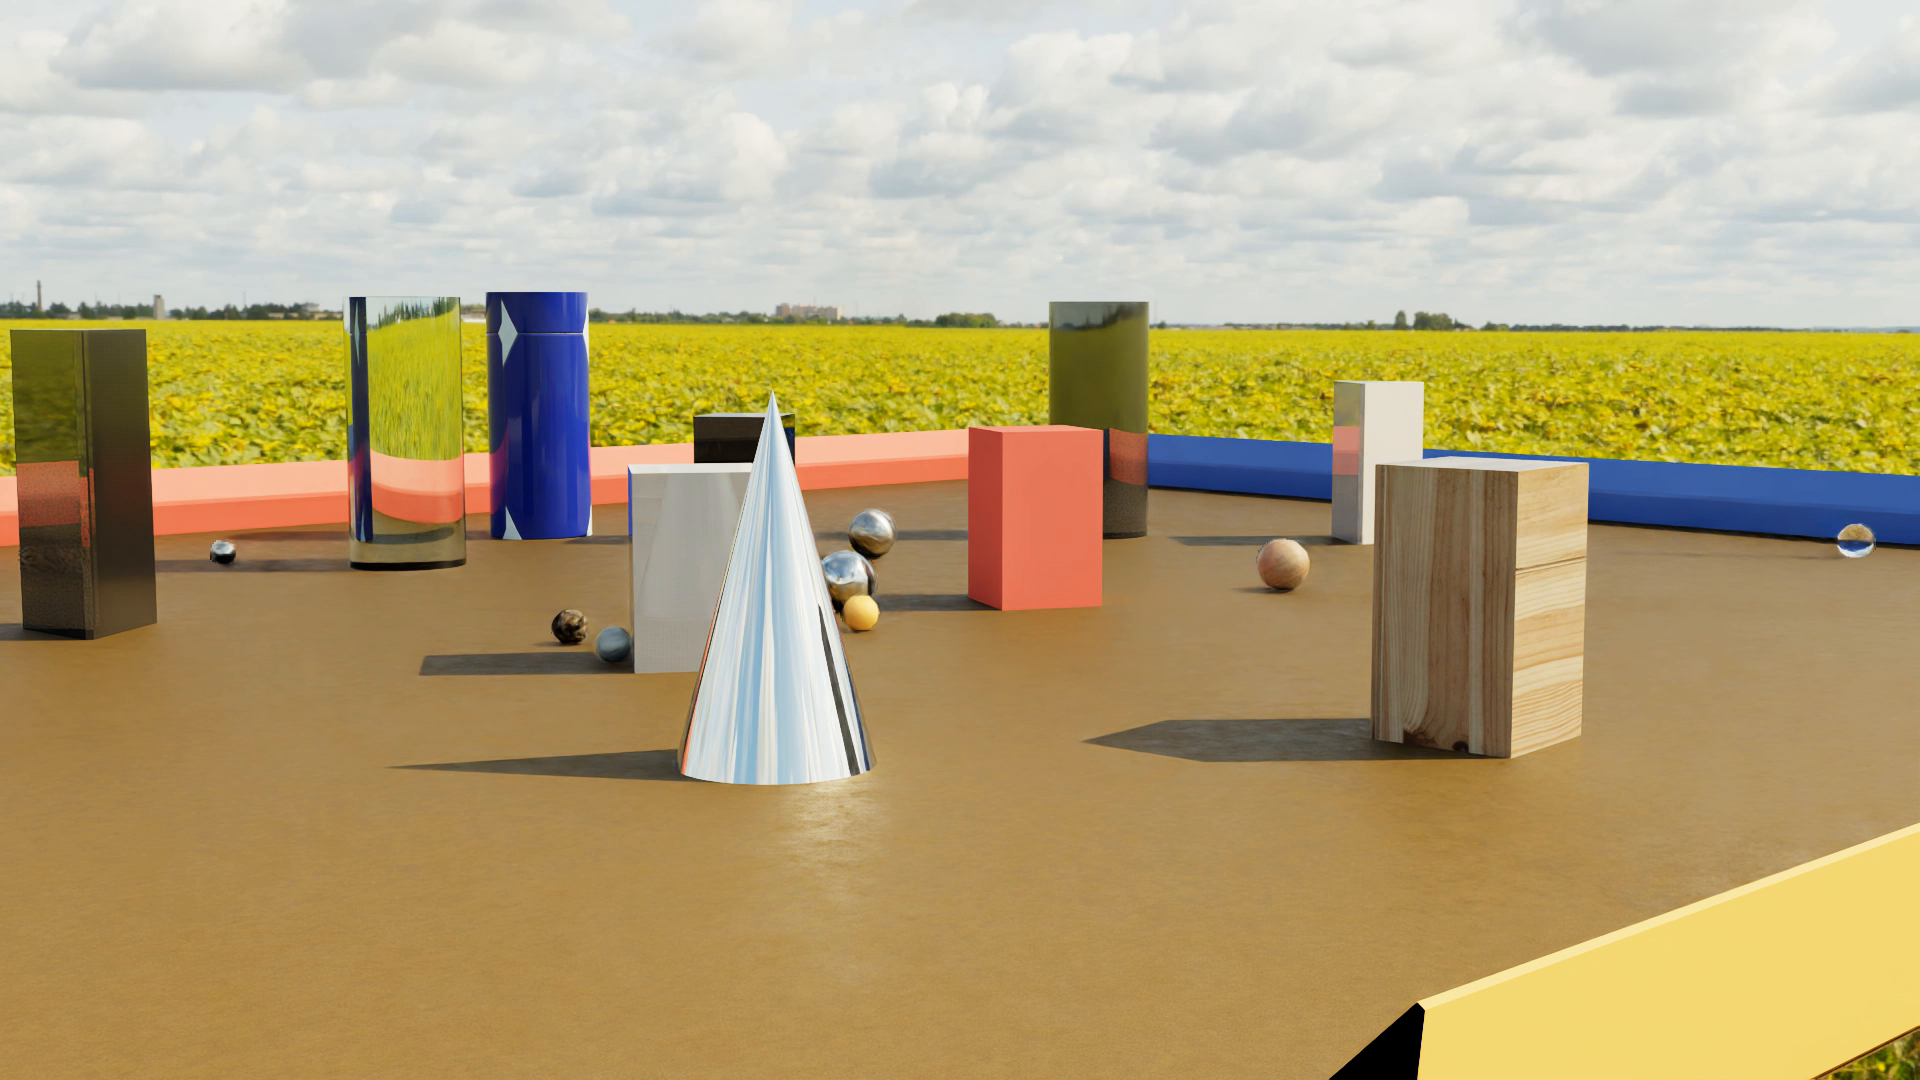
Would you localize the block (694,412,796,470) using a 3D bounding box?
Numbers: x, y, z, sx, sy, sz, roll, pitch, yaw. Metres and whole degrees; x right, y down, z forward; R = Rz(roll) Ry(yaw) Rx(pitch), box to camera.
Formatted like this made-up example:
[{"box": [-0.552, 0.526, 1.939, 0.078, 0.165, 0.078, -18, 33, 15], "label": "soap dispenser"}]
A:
[{"box": [-0.419, -0.122, 4.292, 0.160, 0.244, 0.160, 1, 6, 10], "label": "block"}]

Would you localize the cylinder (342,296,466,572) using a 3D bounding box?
[{"box": [-0.973, -0.190, 3.855, 0.200, 0.469, 0.200, 0, 6, 0], "label": "cylinder"}]

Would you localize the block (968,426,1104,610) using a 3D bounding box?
[{"box": [0.114, -0.038, 3.370, 0.160, 0.266, 0.160, -2, 6, -18], "label": "block"}]

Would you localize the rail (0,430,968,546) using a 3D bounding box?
[{"box": [-1.246, -0.106, 4.675, 3.891, 0.130, 0.045, -5, 8, -42], "label": "rail"}]

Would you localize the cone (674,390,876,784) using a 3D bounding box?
[{"box": [-0.182, 0.037, 2.155, 0.200, 0.369, 0.200, 0, 6, 0], "label": "cone"}]

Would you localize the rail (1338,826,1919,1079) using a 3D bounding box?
[{"box": [1.246, 0.174, 1.988, 3.891, 0.130, 0.045, -5, 8, -42], "label": "rail"}]

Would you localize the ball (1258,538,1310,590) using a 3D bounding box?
[{"box": [0.518, 0.039, 3.517, 0.083, 0.083, 0.083, 0, 6, 0], "label": "ball"}]

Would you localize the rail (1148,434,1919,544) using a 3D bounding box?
[{"box": [1.412, -0.101, 4.628, 0.045, 0.130, 3.723, -5, 8, -42], "label": "rail"}]

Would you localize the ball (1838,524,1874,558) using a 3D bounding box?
[{"box": [1.620, 0.002, 3.976, 0.062, 0.062, 0.062, 0, 6, 0], "label": "ball"}]

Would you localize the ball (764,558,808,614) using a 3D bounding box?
[{"box": [-0.265, 0.067, 3.241, 0.084, 0.084, 0.084, 0, 6, 0], "label": "ball"}]

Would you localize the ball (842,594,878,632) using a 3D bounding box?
[{"box": [-0.139, 0.102, 3.071, 0.051, 0.051, 0.051, 0, 6, 0], "label": "ball"}]

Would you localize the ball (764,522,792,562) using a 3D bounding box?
[{"box": [-0.329, 0.012, 3.771, 0.084, 0.084, 0.084, 0, 6, 0], "label": "ball"}]

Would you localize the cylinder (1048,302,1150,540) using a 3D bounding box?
[{"box": [0.276, -0.242, 4.381, 0.200, 0.463, 0.200, 0, 6, 0], "label": "cylinder"}]

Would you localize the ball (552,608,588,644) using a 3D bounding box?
[{"box": [-0.522, 0.116, 2.947, 0.048, 0.048, 0.048, 0, 6, 0], "label": "ball"}]

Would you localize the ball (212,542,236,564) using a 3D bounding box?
[{"box": [-1.298, 0.023, 3.880, 0.041, 0.041, 0.041, 0, 6, 0], "label": "ball"}]

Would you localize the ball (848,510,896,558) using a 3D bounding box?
[{"box": [-0.159, -0.012, 3.989, 0.087, 0.087, 0.087, 0, 6, 0], "label": "ball"}]

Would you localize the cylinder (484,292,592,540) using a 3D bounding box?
[{"box": [-0.837, -0.250, 4.371, 0.200, 0.482, 0.200, 0, 6, 0], "label": "cylinder"}]

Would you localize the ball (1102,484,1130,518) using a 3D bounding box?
[{"box": [0.328, -0.082, 4.732, 0.074, 0.074, 0.074, 0, 6, 0], "label": "ball"}]

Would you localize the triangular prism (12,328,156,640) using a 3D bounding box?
[{"box": [-1.202, -0.084, 3.078, 0.173, 0.419, 0.150, 5, 8, 39], "label": "triangular prism"}]

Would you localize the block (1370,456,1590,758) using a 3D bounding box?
[{"box": [0.541, 0.064, 2.293, 0.160, 0.287, 0.160, 5, 8, 40], "label": "block"}]

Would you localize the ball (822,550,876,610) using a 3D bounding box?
[{"box": [-0.171, 0.061, 3.275, 0.091, 0.091, 0.091, 0, 6, 0], "label": "ball"}]

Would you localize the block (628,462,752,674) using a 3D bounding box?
[{"box": [-0.337, 0.032, 2.791, 0.160, 0.247, 0.160, -1, 6, -10], "label": "block"}]

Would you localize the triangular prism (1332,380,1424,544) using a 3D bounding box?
[{"box": [0.788, -0.156, 4.303, 0.173, 0.308, 0.150, -5, 7, -37], "label": "triangular prism"}]

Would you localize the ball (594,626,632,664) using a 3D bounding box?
[{"box": [-0.440, 0.133, 2.792, 0.047, 0.047, 0.047, 0, 6, 0], "label": "ball"}]
